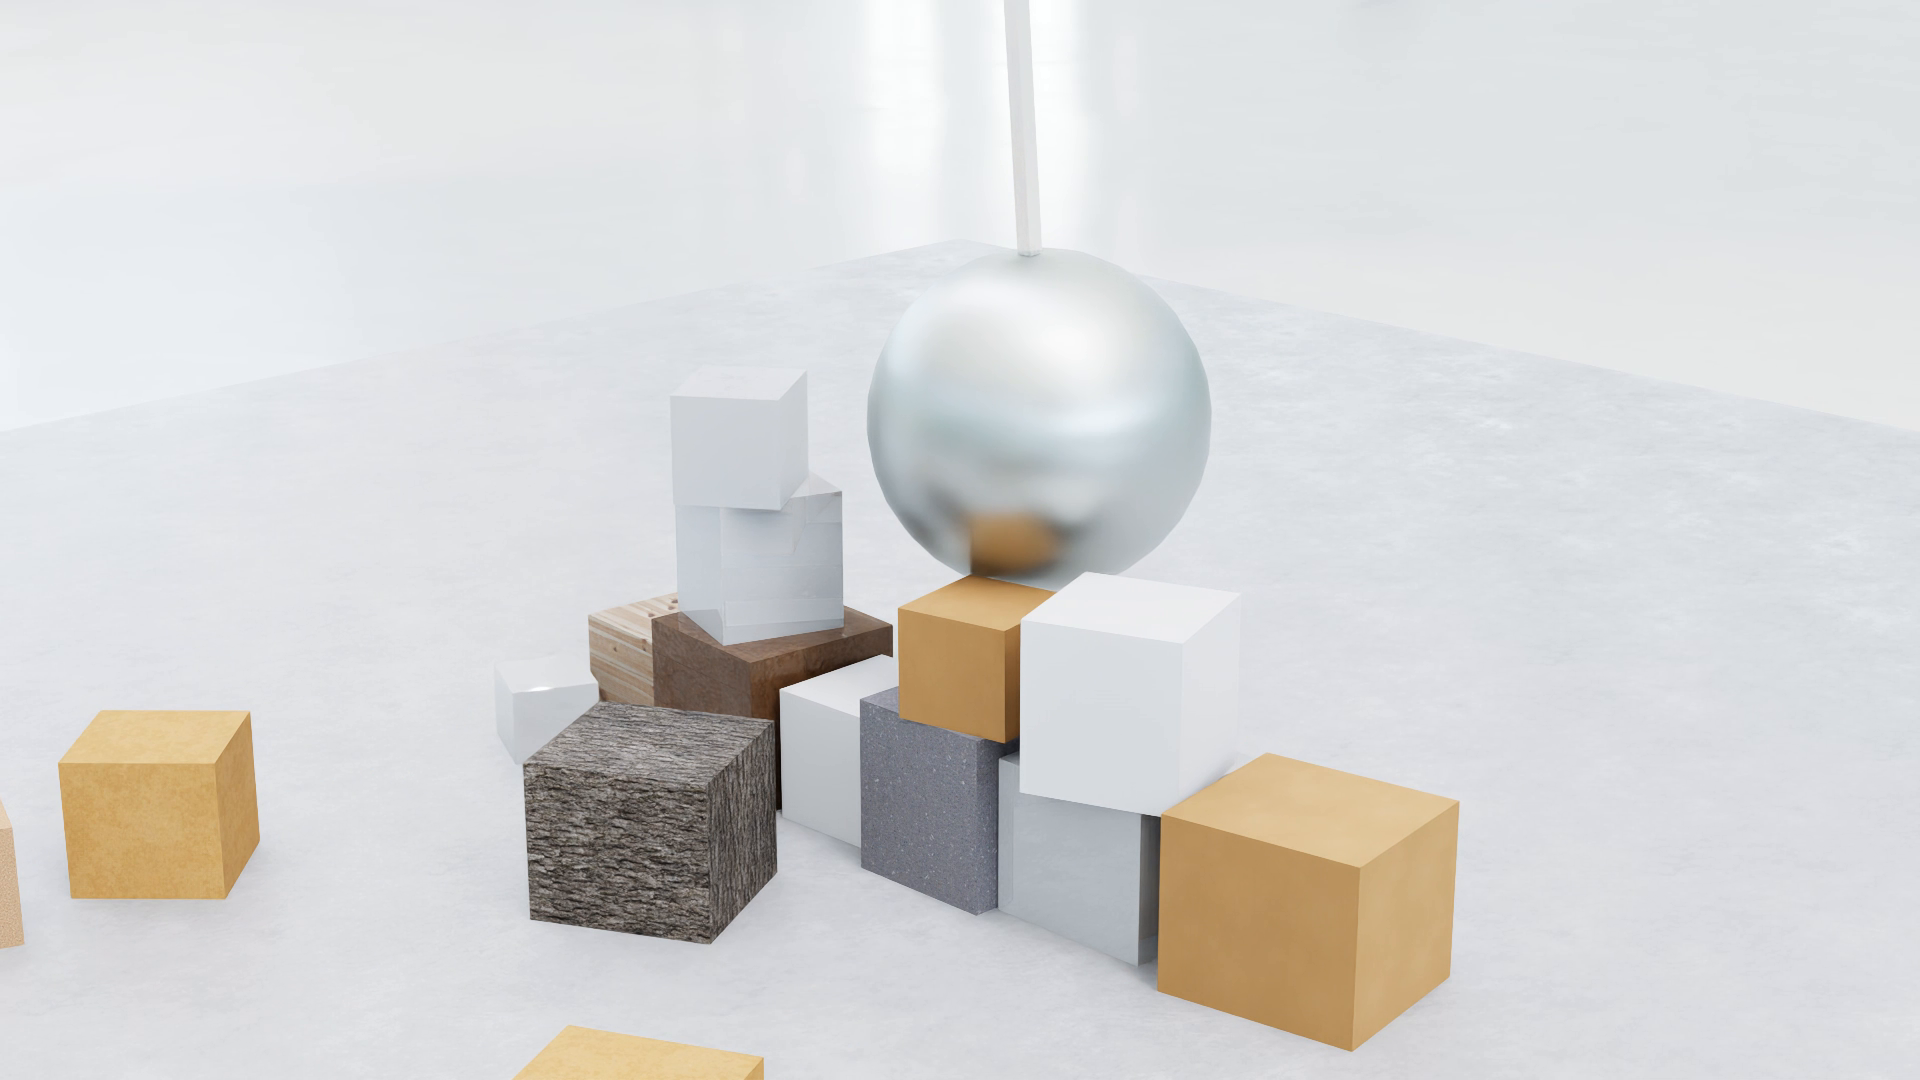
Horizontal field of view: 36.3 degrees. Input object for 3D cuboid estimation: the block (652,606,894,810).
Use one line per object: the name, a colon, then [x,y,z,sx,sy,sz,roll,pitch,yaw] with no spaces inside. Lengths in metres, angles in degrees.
block: [-0.926,0.779,14.551,0.862,0.789,0.835,-14,22,-38]

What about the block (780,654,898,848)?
block: [-0.365,1.019,14.012,0.704,0.653,0.683,16,23,41]

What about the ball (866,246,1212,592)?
ball: [0.365,-0.552,13.551,1.600,1.600,1.600,0,17,0]

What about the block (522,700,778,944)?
block: [-1.372,1.249,13.126,0.859,0.746,0.815,5,18,17]

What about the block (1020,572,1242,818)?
block: [0.732,0.653,12.555,0.723,0.780,0.712,8,19,24]

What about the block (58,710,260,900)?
block: [-3.652,1.204,13.419,0.697,0.656,0.662,0,17,0]

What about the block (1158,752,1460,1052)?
block: [1.454,1.490,12.260,0.928,0.805,0.851,12,21,34]

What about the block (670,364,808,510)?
block: [-1.053,-0.499,14.090,0.522,0.534,0.600,3,18,10]

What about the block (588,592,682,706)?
block: [-1.456,0.691,15.142,0.615,0.602,0.706,-14,22,-38]

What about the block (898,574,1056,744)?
block: [0.122,0.520,13.054,0.567,0.517,0.567,11,21,33]

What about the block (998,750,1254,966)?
block: [0.746,1.307,12.981,0.829,0.723,0.800,17,24,42]

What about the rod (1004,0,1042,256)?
rod: [0.158,-3.722,12.338,0.080,5.200,0.080,17,29,42]

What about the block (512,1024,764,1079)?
block: [-1.182,2.212,10.218,0.764,0.653,0.787,6,18,18]

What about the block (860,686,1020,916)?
block: [0.099,1.108,13.434,0.746,0.831,0.822,17,24,42]

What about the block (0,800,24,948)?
block: [-4.410,1.457,12.790,0.511,0.552,0.532,-8,19,-24]

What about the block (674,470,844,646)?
block: [-0.987,0.052,14.388,0.632,0.695,0.619,-8,19,-24]

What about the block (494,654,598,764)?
block: [-2.110,0.858,14.975,0.437,0.384,0.475,-6,19,-19]
